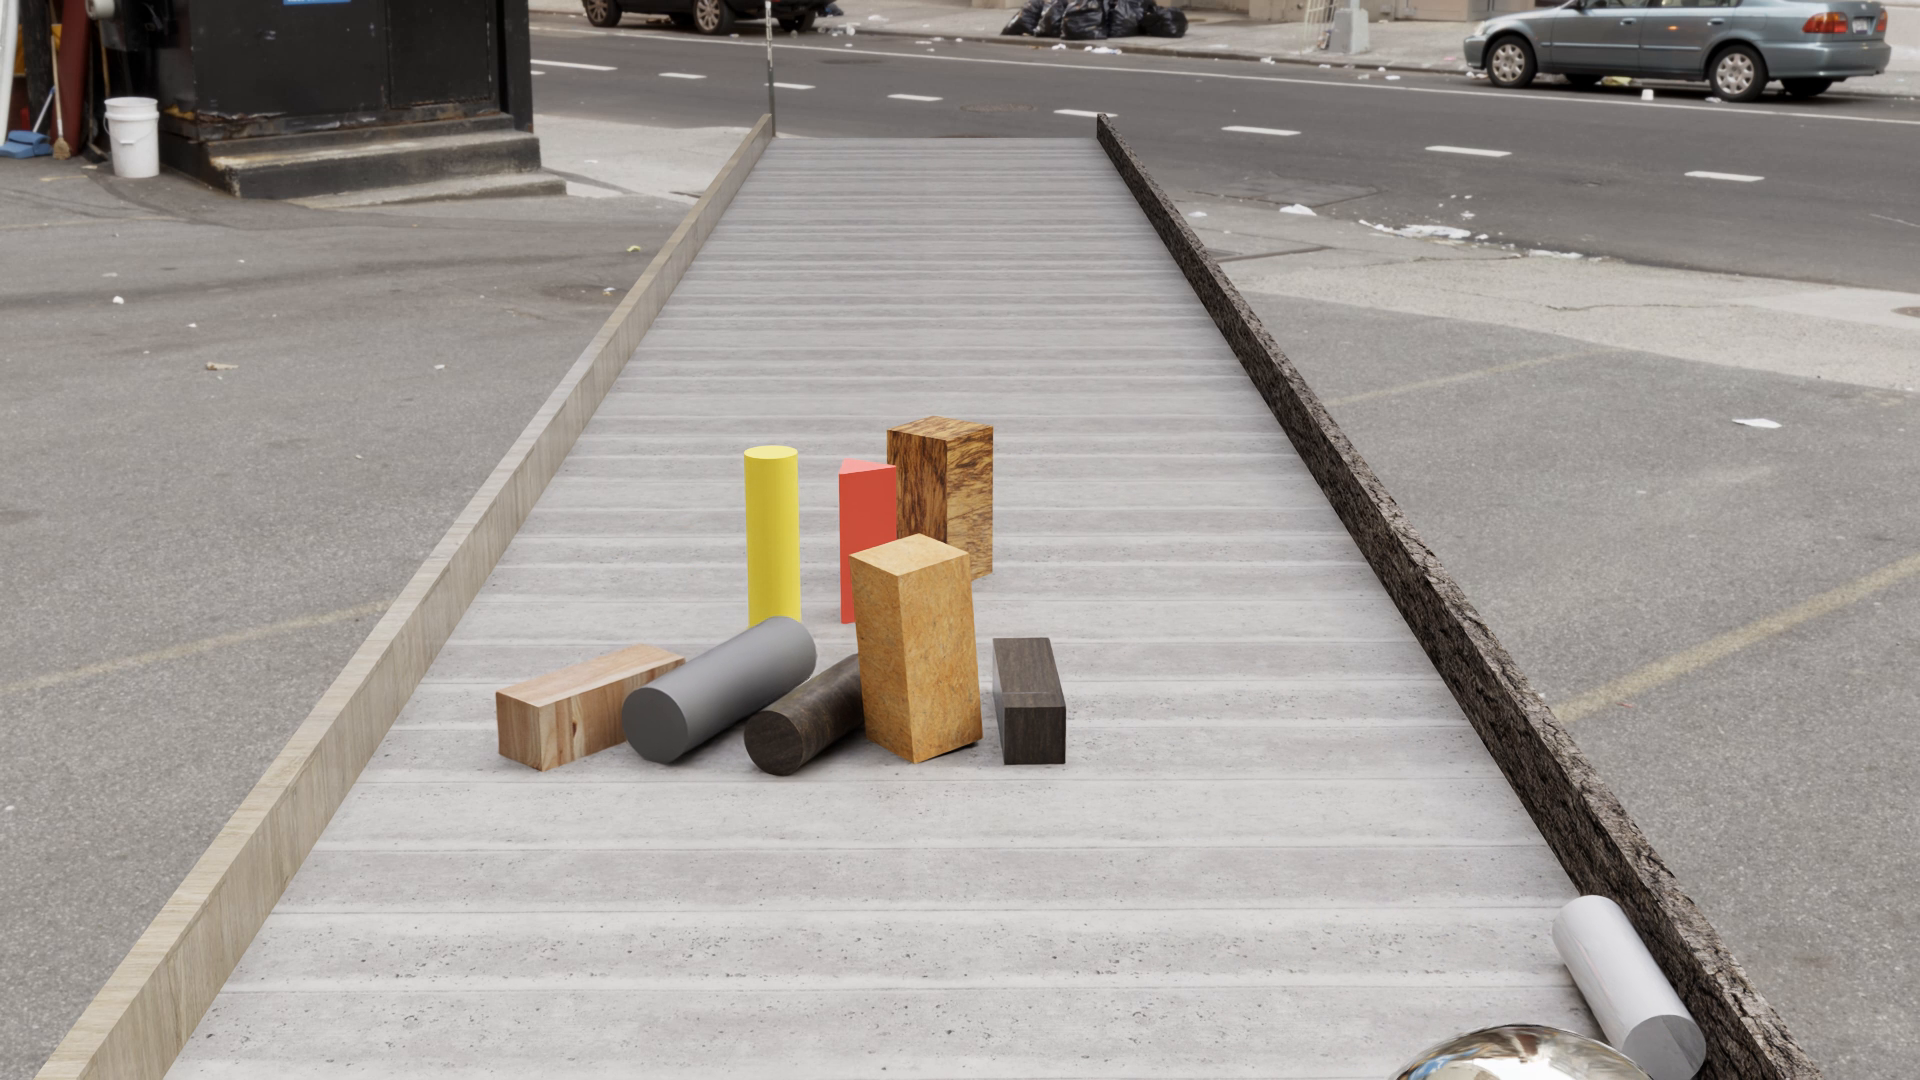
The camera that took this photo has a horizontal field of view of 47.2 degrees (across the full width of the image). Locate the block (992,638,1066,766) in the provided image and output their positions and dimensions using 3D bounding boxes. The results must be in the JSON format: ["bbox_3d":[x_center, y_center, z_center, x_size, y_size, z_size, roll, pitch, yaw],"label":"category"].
[{"bbox_3d":[0.125,0.292,4.054,0.108,0.108,0.373,-1,17,-2],"label":"block"}]

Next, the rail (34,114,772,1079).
[{"bbox_3d":[-1.118,-0.838,7.780,0.050,0.150,12.000,0,17,-1],"label":"rail"}]

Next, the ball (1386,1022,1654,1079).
[{"bbox_3d":[0.581,0.687,2.257,0.375,0.375,0.375,0,17,0],"label":"ball"}]

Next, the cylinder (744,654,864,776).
[{"bbox_3d":[-0.252,0.311,3.970,0.120,0.120,0.331,8,18,25],"label":"cylinder"}]

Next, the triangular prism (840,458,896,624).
[{"bbox_3d":[-0.216,-0.003,4.663,0.129,0.327,0.112,-9,19,-27],"label":"triangular prism"}]

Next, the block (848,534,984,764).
[{"bbox_3d":[-0.077,0.192,3.932,0.153,0.357,0.153,-17,23,-32],"label":"block"}]

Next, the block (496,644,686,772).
[{"bbox_3d":[-0.667,0.301,4.002,0.122,0.122,0.342,14,21,39],"label":"block"}]

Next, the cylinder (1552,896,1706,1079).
[{"bbox_3d":[0.904,0.609,2.990,0.109,0.109,0.346,0,17,0],"label":"cylinder"}]

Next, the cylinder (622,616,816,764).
[{"bbox_3d":[-0.439,0.271,4.069,0.141,0.141,0.446,8,18,26],"label":"cylinder"}]

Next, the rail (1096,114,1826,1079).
[{"bbox_3d":[0.932,-0.844,7.801,0.050,0.150,12.000,0,17,-1],"label":"rail"}]

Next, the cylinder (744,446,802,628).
[{"bbox_3d":[-0.372,0.029,4.391,0.105,0.421,0.105,0,17,0],"label":"cylinder"}]

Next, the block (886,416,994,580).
[{"bbox_3d":[-0.044,-0.085,4.915,0.168,0.341,0.168,12,20,35],"label":"block"}]
